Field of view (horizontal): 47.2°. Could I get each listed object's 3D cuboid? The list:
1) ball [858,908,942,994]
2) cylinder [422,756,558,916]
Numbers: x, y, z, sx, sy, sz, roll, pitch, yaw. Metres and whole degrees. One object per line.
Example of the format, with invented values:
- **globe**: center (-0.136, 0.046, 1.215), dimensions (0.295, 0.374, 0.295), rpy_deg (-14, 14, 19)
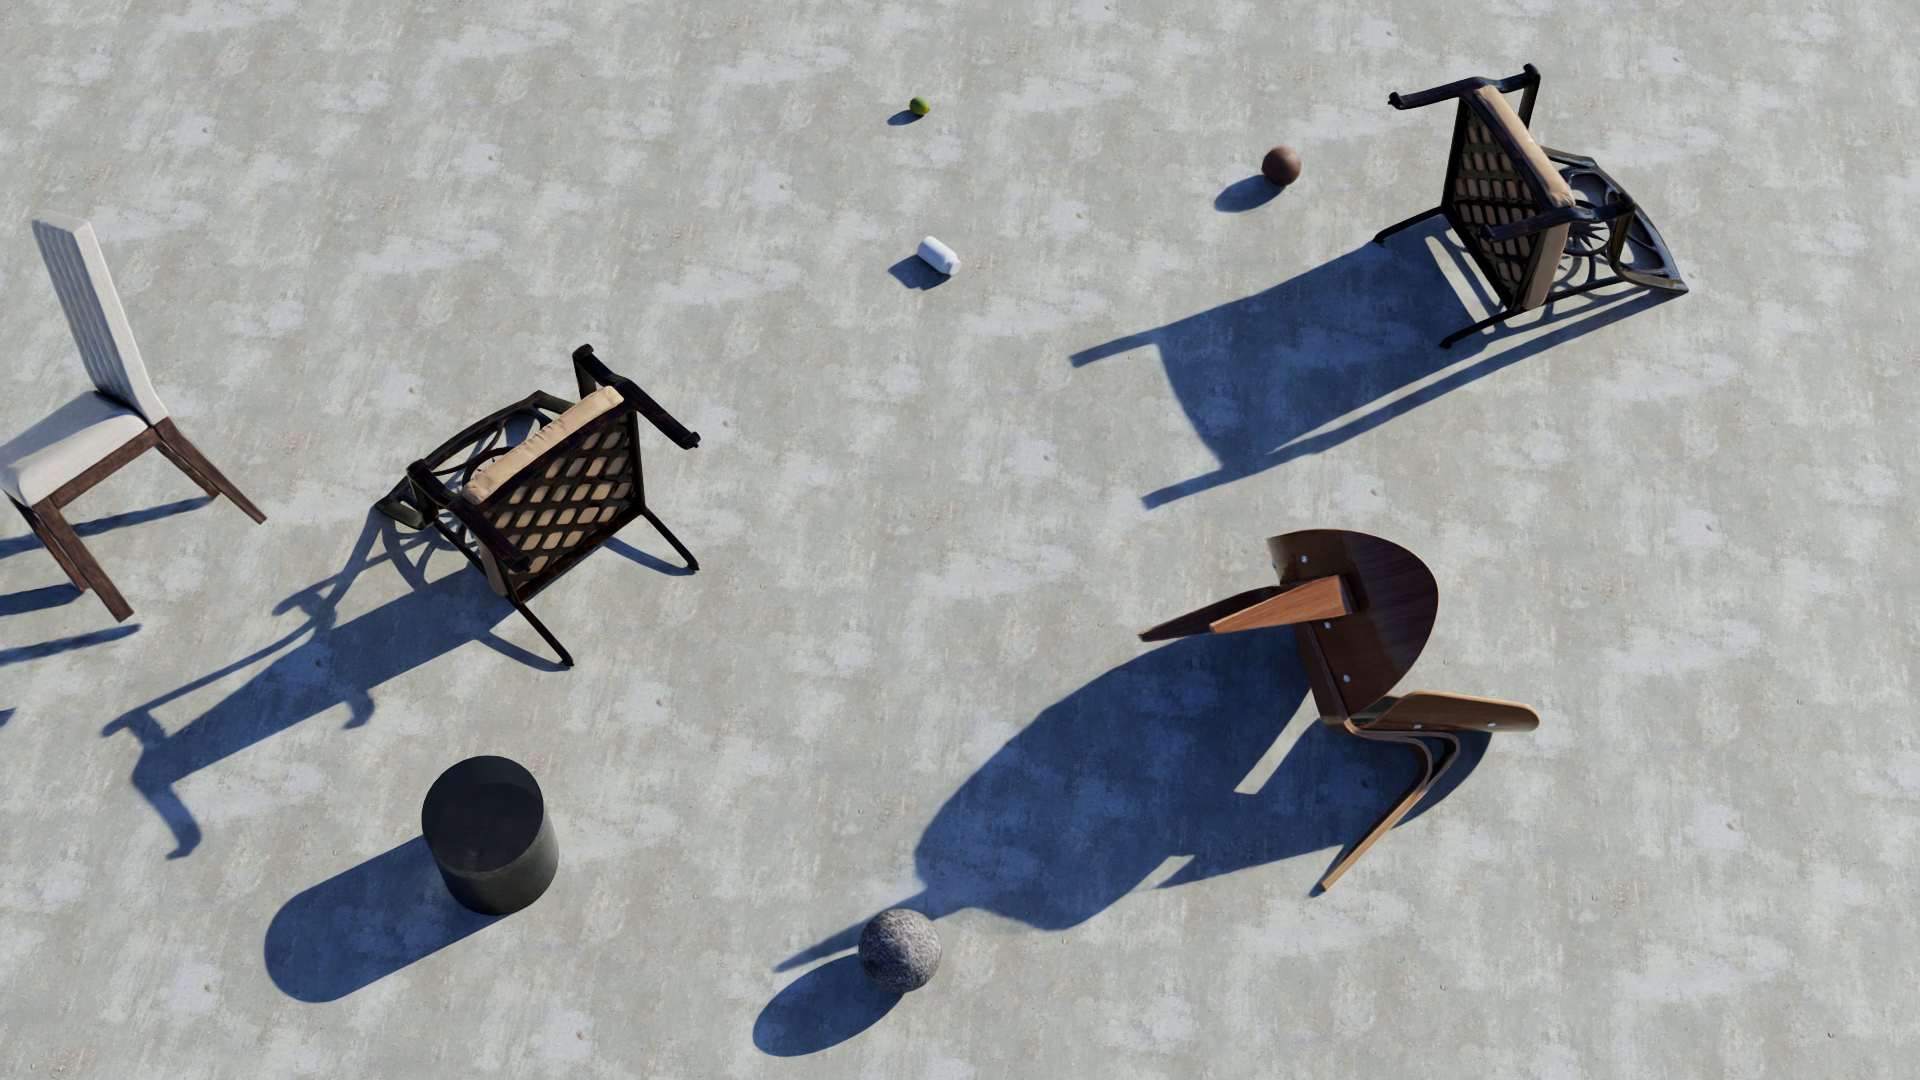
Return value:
- **ball**: center (-0.156, 1.069, 5.726), dimensions (0.218, 0.218, 0.218), rpy_deg (0, 56, 0)
- **cylinder**: center (-1.252, 0.791, 5.880), dimensions (0.320, 0.271, 0.343), rpy_deg (-11, 57, -8)
